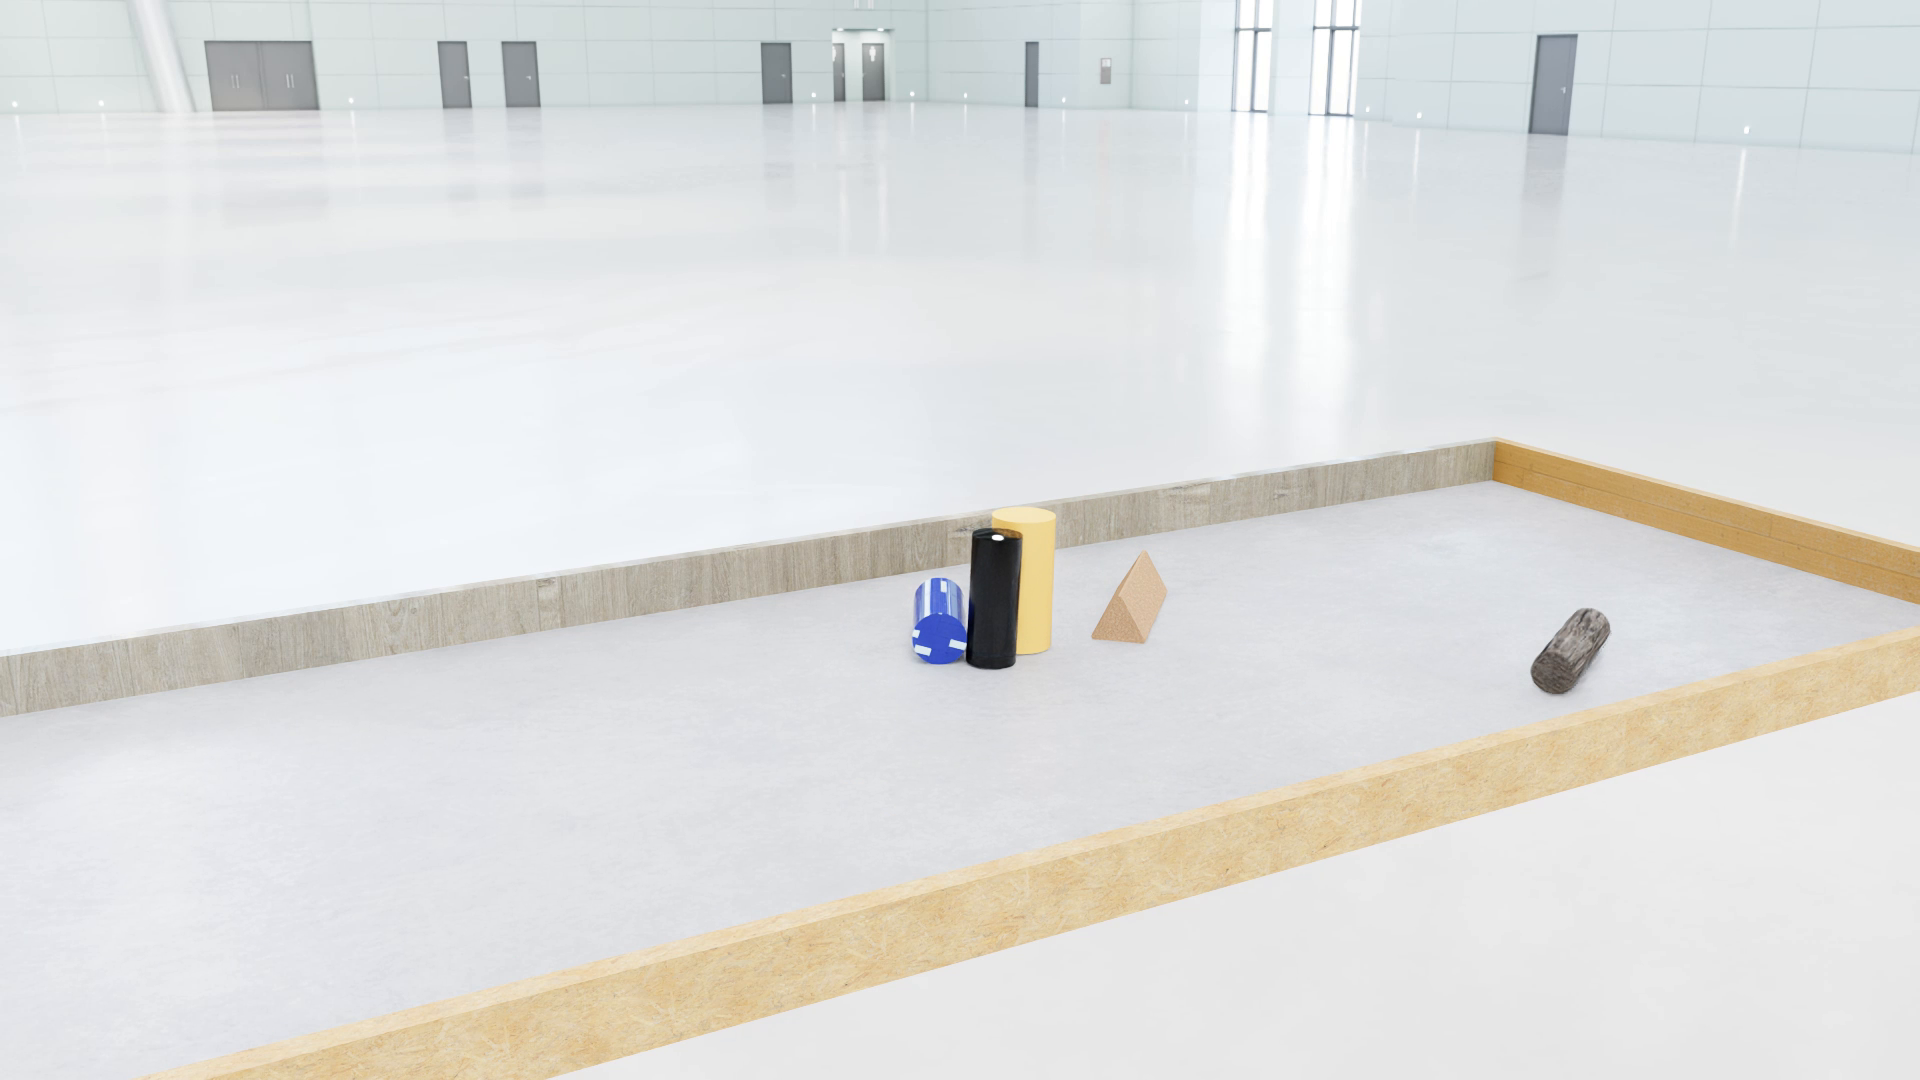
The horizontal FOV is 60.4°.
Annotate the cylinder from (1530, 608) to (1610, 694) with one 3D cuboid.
[{"bbox_3d":[1.562,0.280,4.211,0.107,0.107,0.399,10,19,31],"label":"cylinder"}]

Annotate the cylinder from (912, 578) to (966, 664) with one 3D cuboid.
[{"bbox_3d":[-0.055,0.212,4.383,0.141,0.141,0.301,0,16,-1],"label":"cylinder"}]

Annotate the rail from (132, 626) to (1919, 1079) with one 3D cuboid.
[{"bbox_3d":[-2.336,1.006,1.665,12.000,0.150,0.050,-9,18,-27],"label":"rail"}]

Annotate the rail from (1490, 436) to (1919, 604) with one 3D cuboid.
[{"bbox_3d":[2.466,-0.048,5.253,0.050,0.150,2.100,-9,18,-27],"label":"rail"}]

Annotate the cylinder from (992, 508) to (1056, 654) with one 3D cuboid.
[{"bbox_3d":[0.163,0.106,4.357,0.167,0.355,0.167,1,15,0],"label":"cylinder"}]

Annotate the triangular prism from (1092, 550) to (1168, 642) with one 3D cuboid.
[{"bbox_3d":[0.481,0.149,4.616,0.144,0.125,0.444,5,17,14],"label":"triangular prism"}]

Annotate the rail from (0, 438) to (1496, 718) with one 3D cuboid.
[{"bbox_3d":[-3.305,0.497,3.399,12.000,0.150,0.050,-9,18,-27],"label":"rail"}]

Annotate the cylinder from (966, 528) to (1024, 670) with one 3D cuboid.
[{"bbox_3d":[0.088,0.149,4.236,0.131,0.339,0.131,3,16,-1],"label":"cylinder"}]
